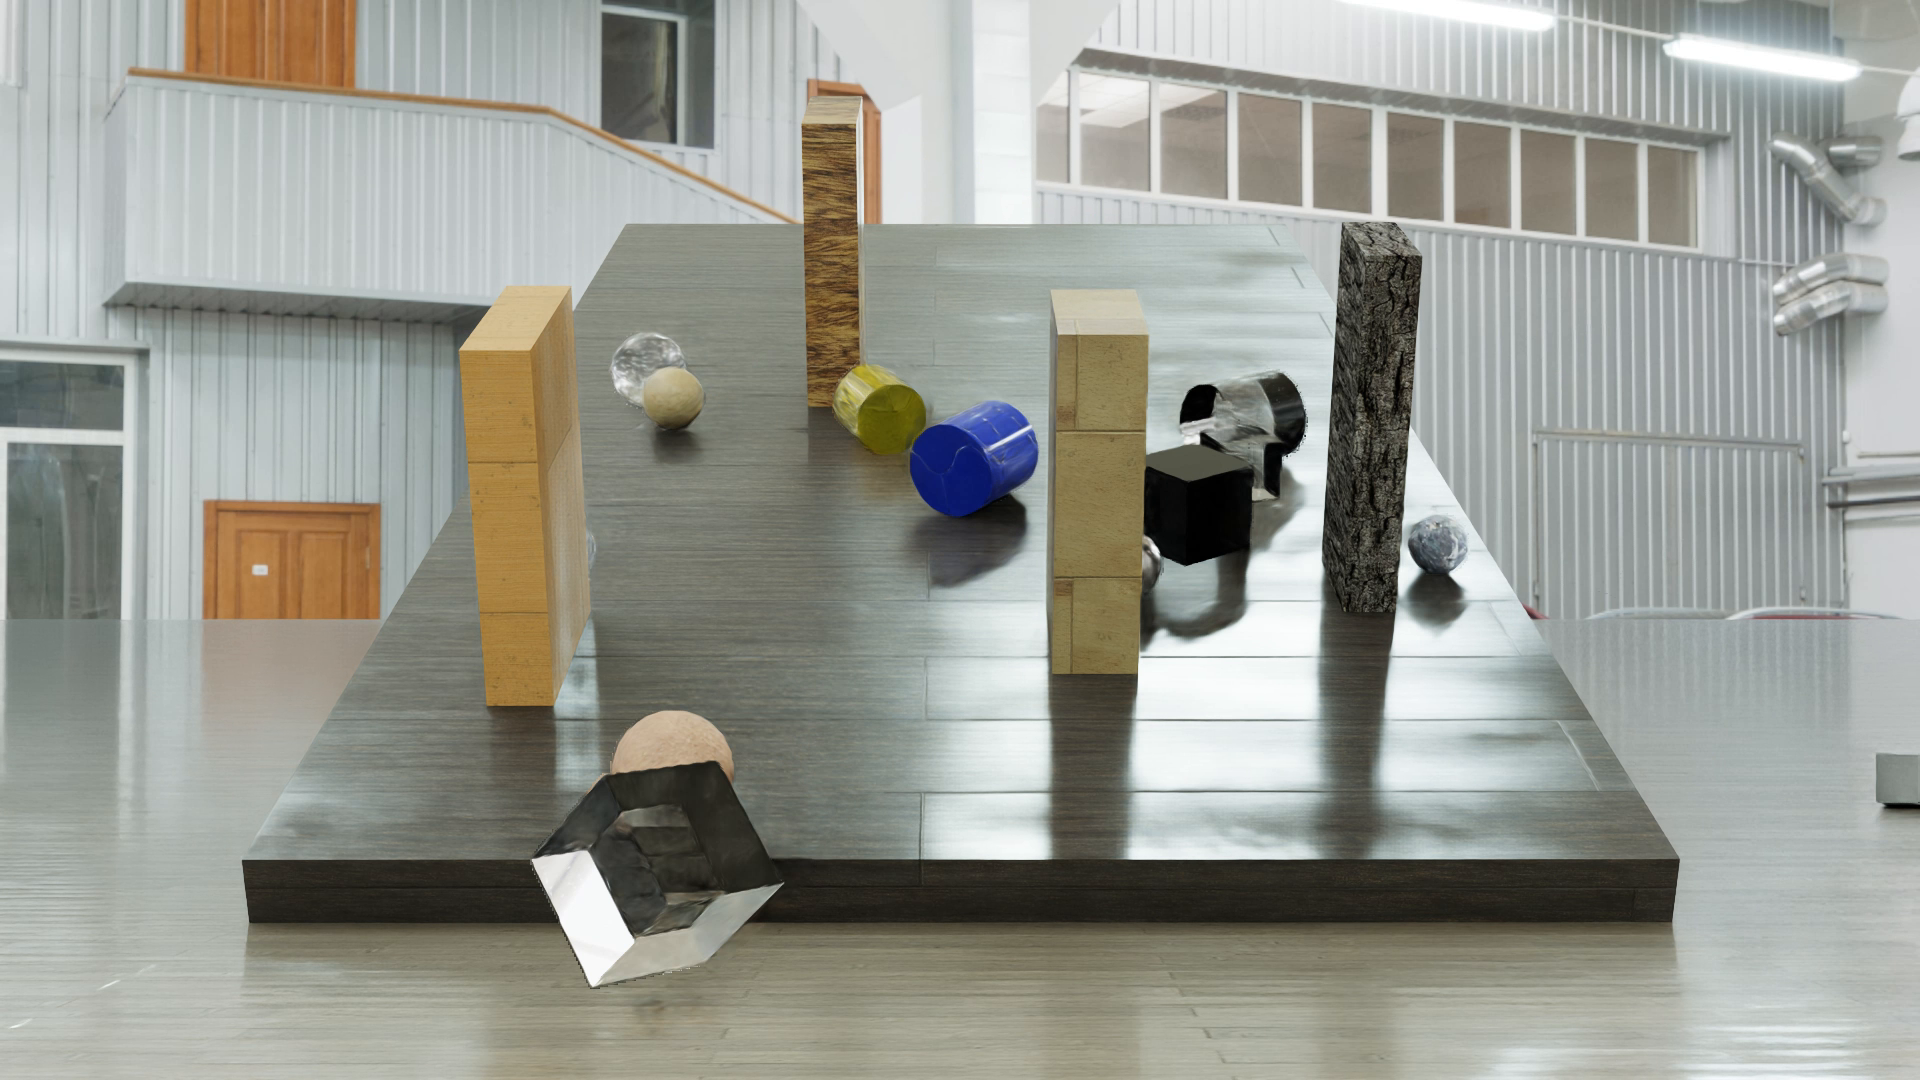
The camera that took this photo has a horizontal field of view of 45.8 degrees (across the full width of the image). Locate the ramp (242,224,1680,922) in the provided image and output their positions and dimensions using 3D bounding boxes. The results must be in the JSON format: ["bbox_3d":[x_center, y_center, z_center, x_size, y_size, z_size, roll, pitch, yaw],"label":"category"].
[{"bbox_3d":[-0.005,-0.211,5.052,2.000,0.100,4.000,0,21,0],"label":"ramp"}]

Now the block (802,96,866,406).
[{"bbox_3d":[-0.285,-0.664,5.205,0.119,0.640,0.358,0,21,0],"label":"block"}]

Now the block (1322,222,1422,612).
[{"bbox_3d":[0.722,-0.218,4.017,0.094,0.641,0.253,0,21,0],"label":"block"}]

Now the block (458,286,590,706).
[{"bbox_3d":[-0.703,-0.080,3.719,0.107,0.588,0.397,0,21,0],"label":"block"}]

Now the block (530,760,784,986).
[{"bbox_3d":[-0.342,0.373,2.560,0.168,0.168,0.168,-2,-37,-48],"label":"block"}]

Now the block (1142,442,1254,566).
[{"bbox_3d":[0.433,-0.069,4.297,0.166,0.166,0.166,-15,25,-35],"label":"block"}]

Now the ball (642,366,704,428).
[{"bbox_3d":[-0.629,-0.312,4.986,0.134,0.134,0.134,0,-2,0],"label":"ball"}]

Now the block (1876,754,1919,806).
[{"bbox_3d":[2.122,0.538,5.095,0.109,0.109,0.109,-1,-9,35],"label":"block"}]

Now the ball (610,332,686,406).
[{"bbox_3d":[-0.701,-0.384,5.125,0.170,0.170,0.170,0,-2,0],"label":"ball"}]

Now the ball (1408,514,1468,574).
[{"bbox_3d":[0.878,0.008,4.175,0.108,0.108,0.108,0,-2,0],"label":"ball"}]

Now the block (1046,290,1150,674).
[{"bbox_3d":[0.224,-0.100,3.789,0.142,0.579,0.283,0,21,0],"label":"block"}]

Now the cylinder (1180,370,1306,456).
[{"bbox_3d":[0.590,-0.250,4.750,0.184,0.184,0.184,-14,6,-32],"label":"cylinder"}]

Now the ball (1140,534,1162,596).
[{"bbox_3d":[0.298,0.043,4.059,0.122,0.122,0.122,0,-2,0],"label":"ball"}]

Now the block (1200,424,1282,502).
[{"bbox_3d":[0.563,-0.152,4.579,0.122,0.122,0.122,-7,22,-18],"label":"block"}]

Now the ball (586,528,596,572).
[{"bbox_3d":[-0.720,0.020,4.120,0.120,0.120,0.120,0,-2,0],"label":"ball"}]

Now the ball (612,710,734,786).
[{"bbox_3d":[-0.407,0.327,3.227,0.172,0.172,0.172,0,-2,0],"label":"ball"}]

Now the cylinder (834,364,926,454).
[{"bbox_3d":[-0.172,-0.280,4.870,0.156,0.156,0.156,1,19,-23],"label":"cylinder"}]

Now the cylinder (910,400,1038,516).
[{"bbox_3d":[0.029,-0.163,4.515,0.187,0.187,0.187,-1,17,33],"label":"cylinder"}]
